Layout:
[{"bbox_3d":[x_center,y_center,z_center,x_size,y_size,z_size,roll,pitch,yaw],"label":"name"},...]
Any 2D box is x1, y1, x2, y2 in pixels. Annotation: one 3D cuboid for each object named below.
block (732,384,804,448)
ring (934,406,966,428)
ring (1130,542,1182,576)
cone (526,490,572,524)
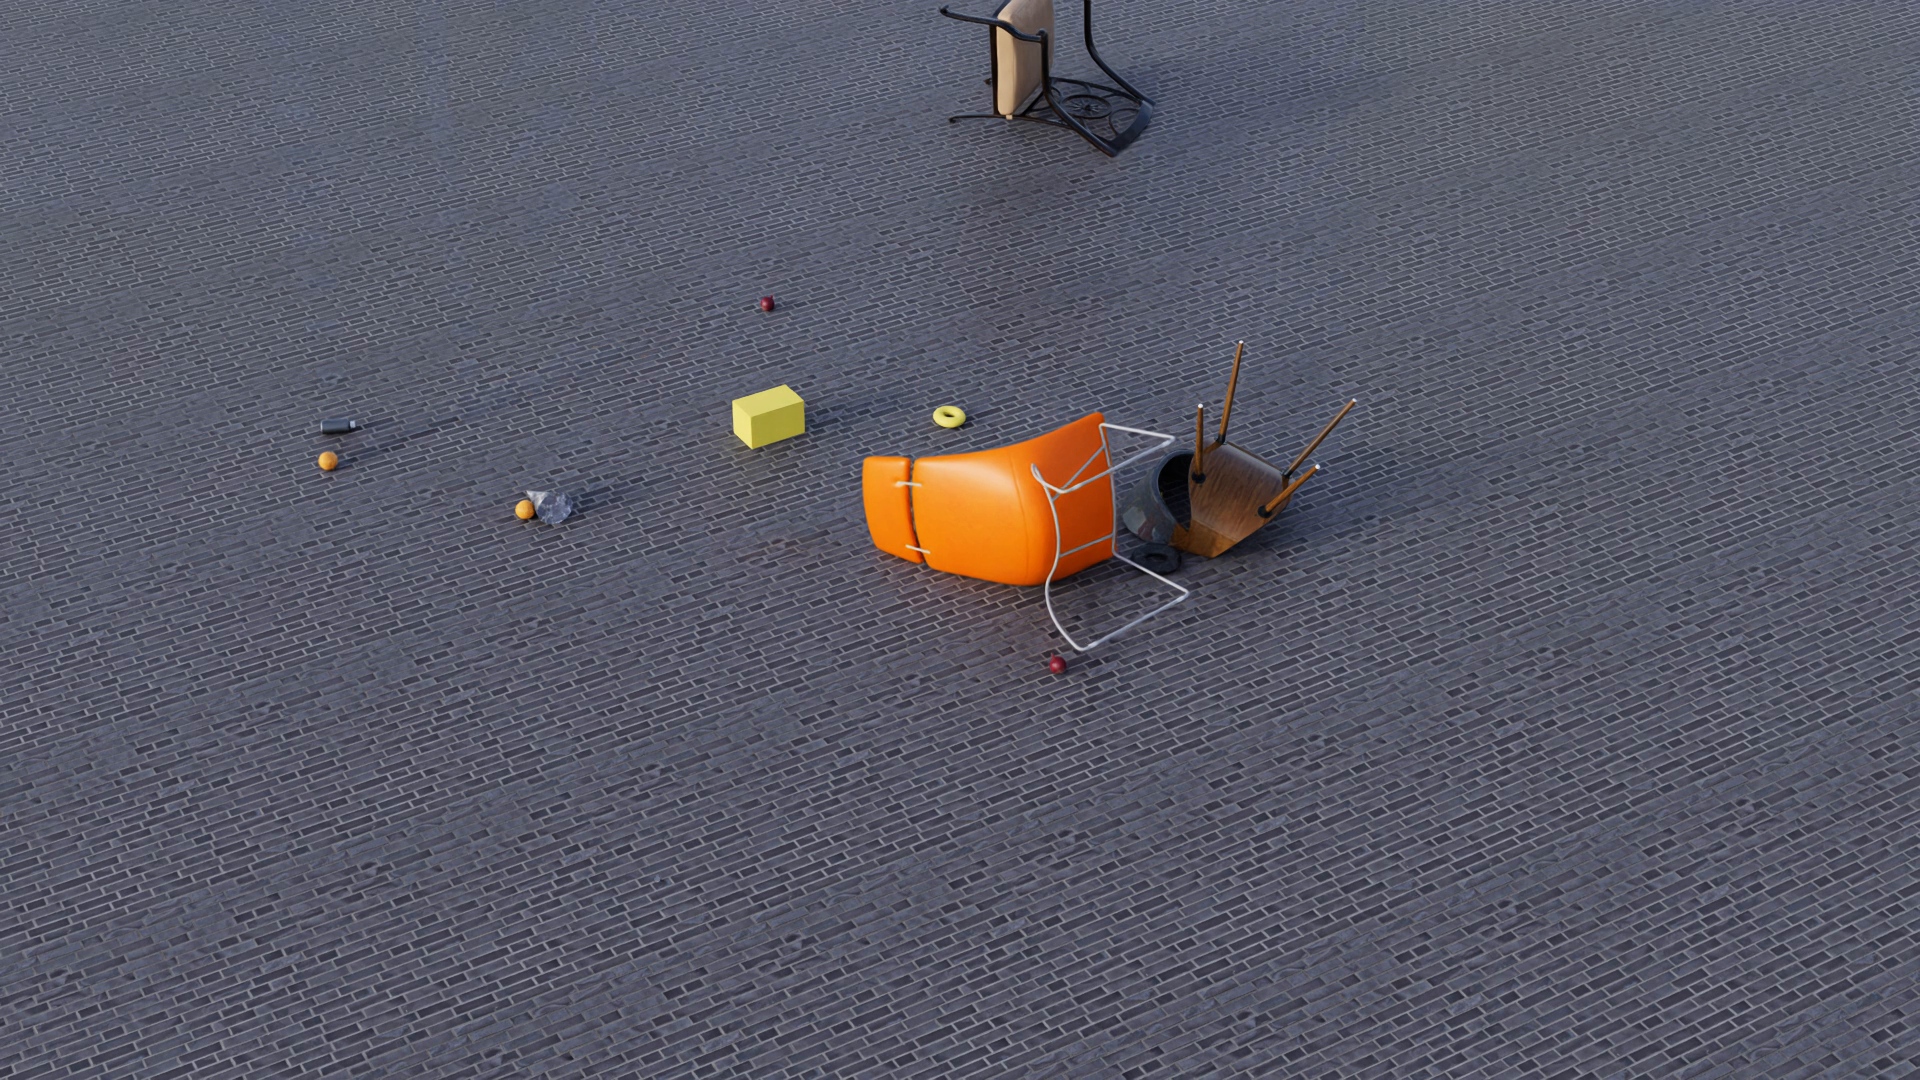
[{"bbox_3d":[-0.753,-0.486,11.549,0.238,0.146,0.148,-19,38,-26],"label":"block"},{"bbox_3d":[-0.041,-0.490,11.654,0.126,0.039,0.142,-15,36,-24],"label":"ring"},{"bbox_3d":[0.723,0.070,10.800,0.187,0.043,0.190,-19,38,-25],"label":"ring"},{"bbox_3d":[-1.592,-0.154,11.126,0.146,0.119,0.267,-22,27,-26],"label":"cone"}]
